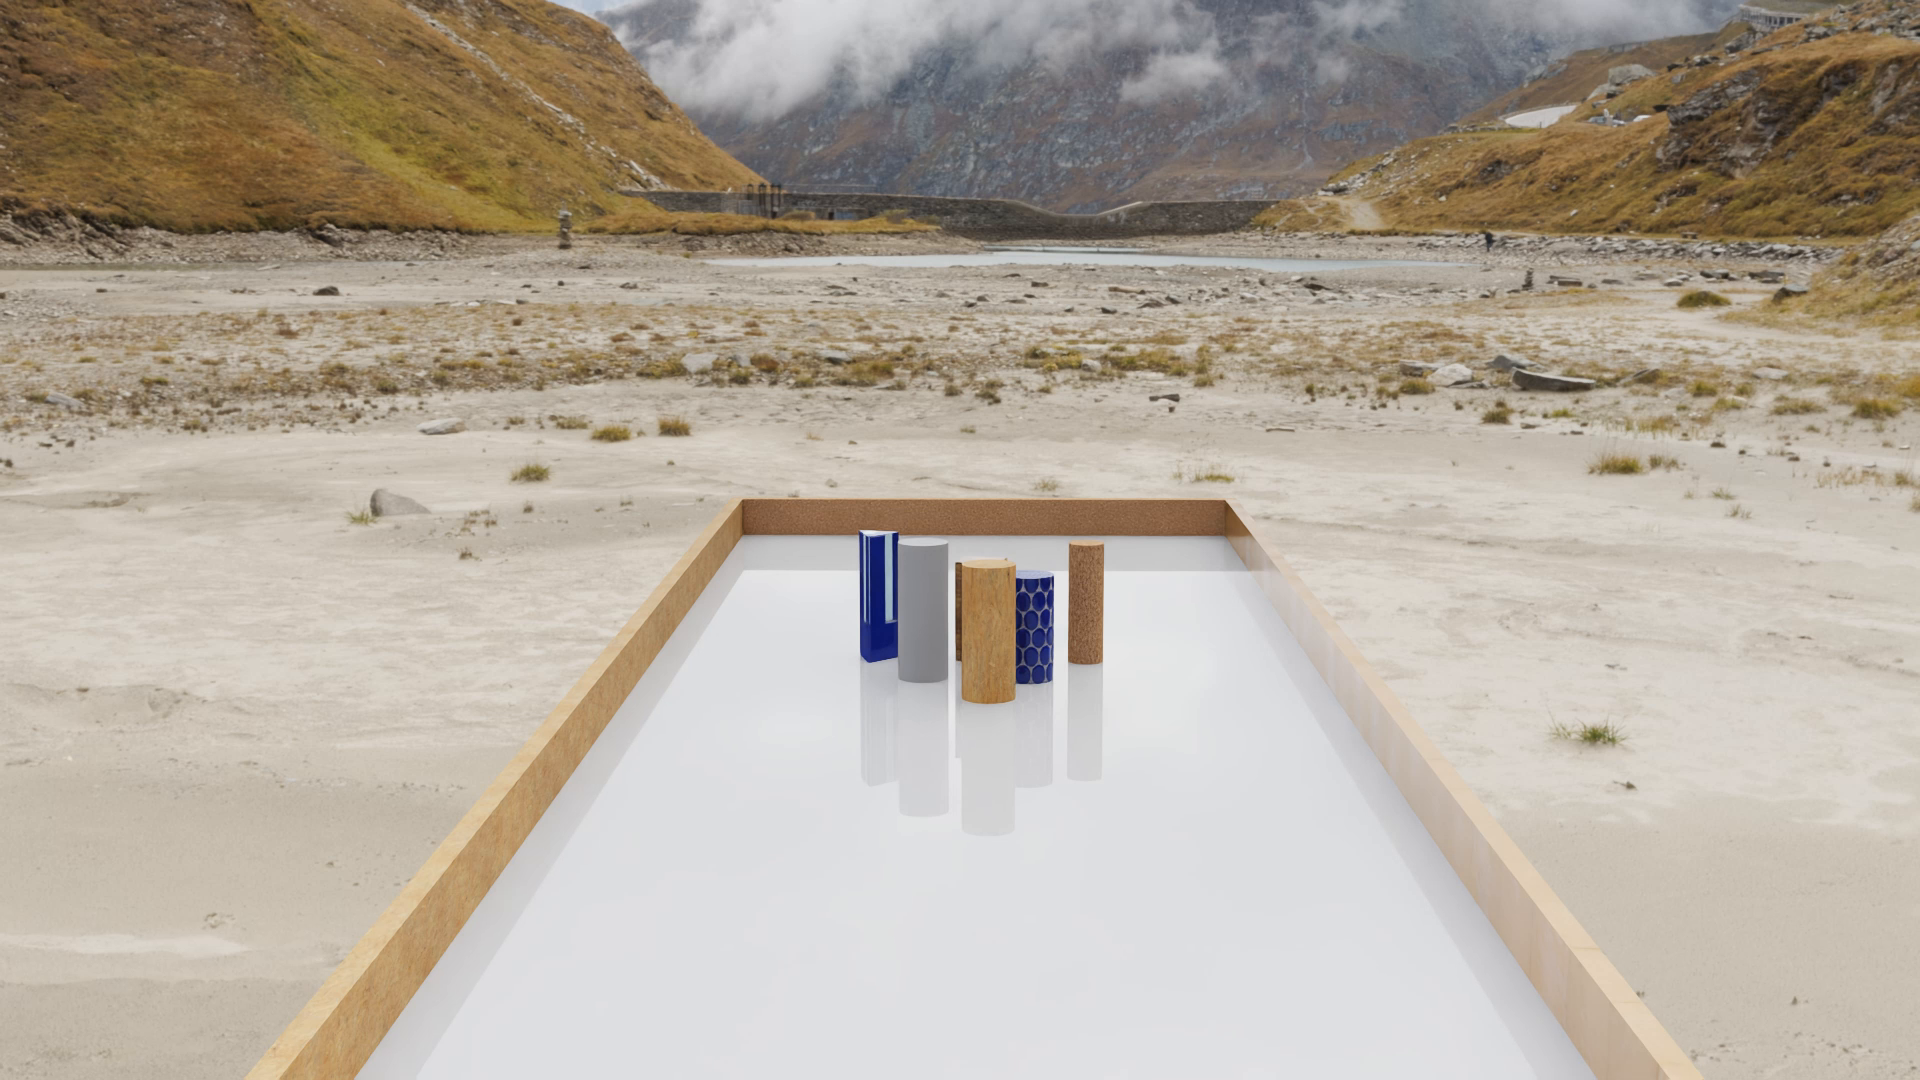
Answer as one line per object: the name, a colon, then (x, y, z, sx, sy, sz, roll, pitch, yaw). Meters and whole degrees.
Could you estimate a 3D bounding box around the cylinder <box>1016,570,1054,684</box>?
cylinder: (0.199, 0.253, 6.422, 0.151, 0.310, 0.151, 0, 9, 0)

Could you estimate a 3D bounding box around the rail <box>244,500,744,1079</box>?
rail: (-1.004, 0.839, 3.234, 0.050, 0.150, 12.000, 0, 9, 1)

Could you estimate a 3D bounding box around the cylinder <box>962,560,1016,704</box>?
cylinder: (0.080, 0.256, 6.175, 0.152, 0.383, 0.152, 0, 9, 0)

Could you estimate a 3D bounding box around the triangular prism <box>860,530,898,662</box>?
triangular prism: (-0.268, 0.168, 6.713, 0.124, 0.388, 0.107, -9, 13, -44)

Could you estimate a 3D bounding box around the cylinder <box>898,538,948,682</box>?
cylinder: (-0.108, 0.205, 6.431, 0.149, 0.403, 0.149, 0, 9, 0)

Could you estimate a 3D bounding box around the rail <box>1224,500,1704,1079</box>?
rail: (1.046, 0.843, 3.208, 0.050, 0.150, 12.000, 0, 9, 1)

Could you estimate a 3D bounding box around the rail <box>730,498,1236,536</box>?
rail: (0.099, -0.098, 9.147, 2.100, 0.150, 0.050, 0, 9, 1)

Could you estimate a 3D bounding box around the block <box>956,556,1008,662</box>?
block: (0.065, 0.210, 6.710, 0.127, 0.304, 0.127, 3, 9, 16)

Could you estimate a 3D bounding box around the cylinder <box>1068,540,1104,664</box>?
cylinder: (0.382, 0.188, 6.661, 0.107, 0.364, 0.107, 0, 9, 0)
